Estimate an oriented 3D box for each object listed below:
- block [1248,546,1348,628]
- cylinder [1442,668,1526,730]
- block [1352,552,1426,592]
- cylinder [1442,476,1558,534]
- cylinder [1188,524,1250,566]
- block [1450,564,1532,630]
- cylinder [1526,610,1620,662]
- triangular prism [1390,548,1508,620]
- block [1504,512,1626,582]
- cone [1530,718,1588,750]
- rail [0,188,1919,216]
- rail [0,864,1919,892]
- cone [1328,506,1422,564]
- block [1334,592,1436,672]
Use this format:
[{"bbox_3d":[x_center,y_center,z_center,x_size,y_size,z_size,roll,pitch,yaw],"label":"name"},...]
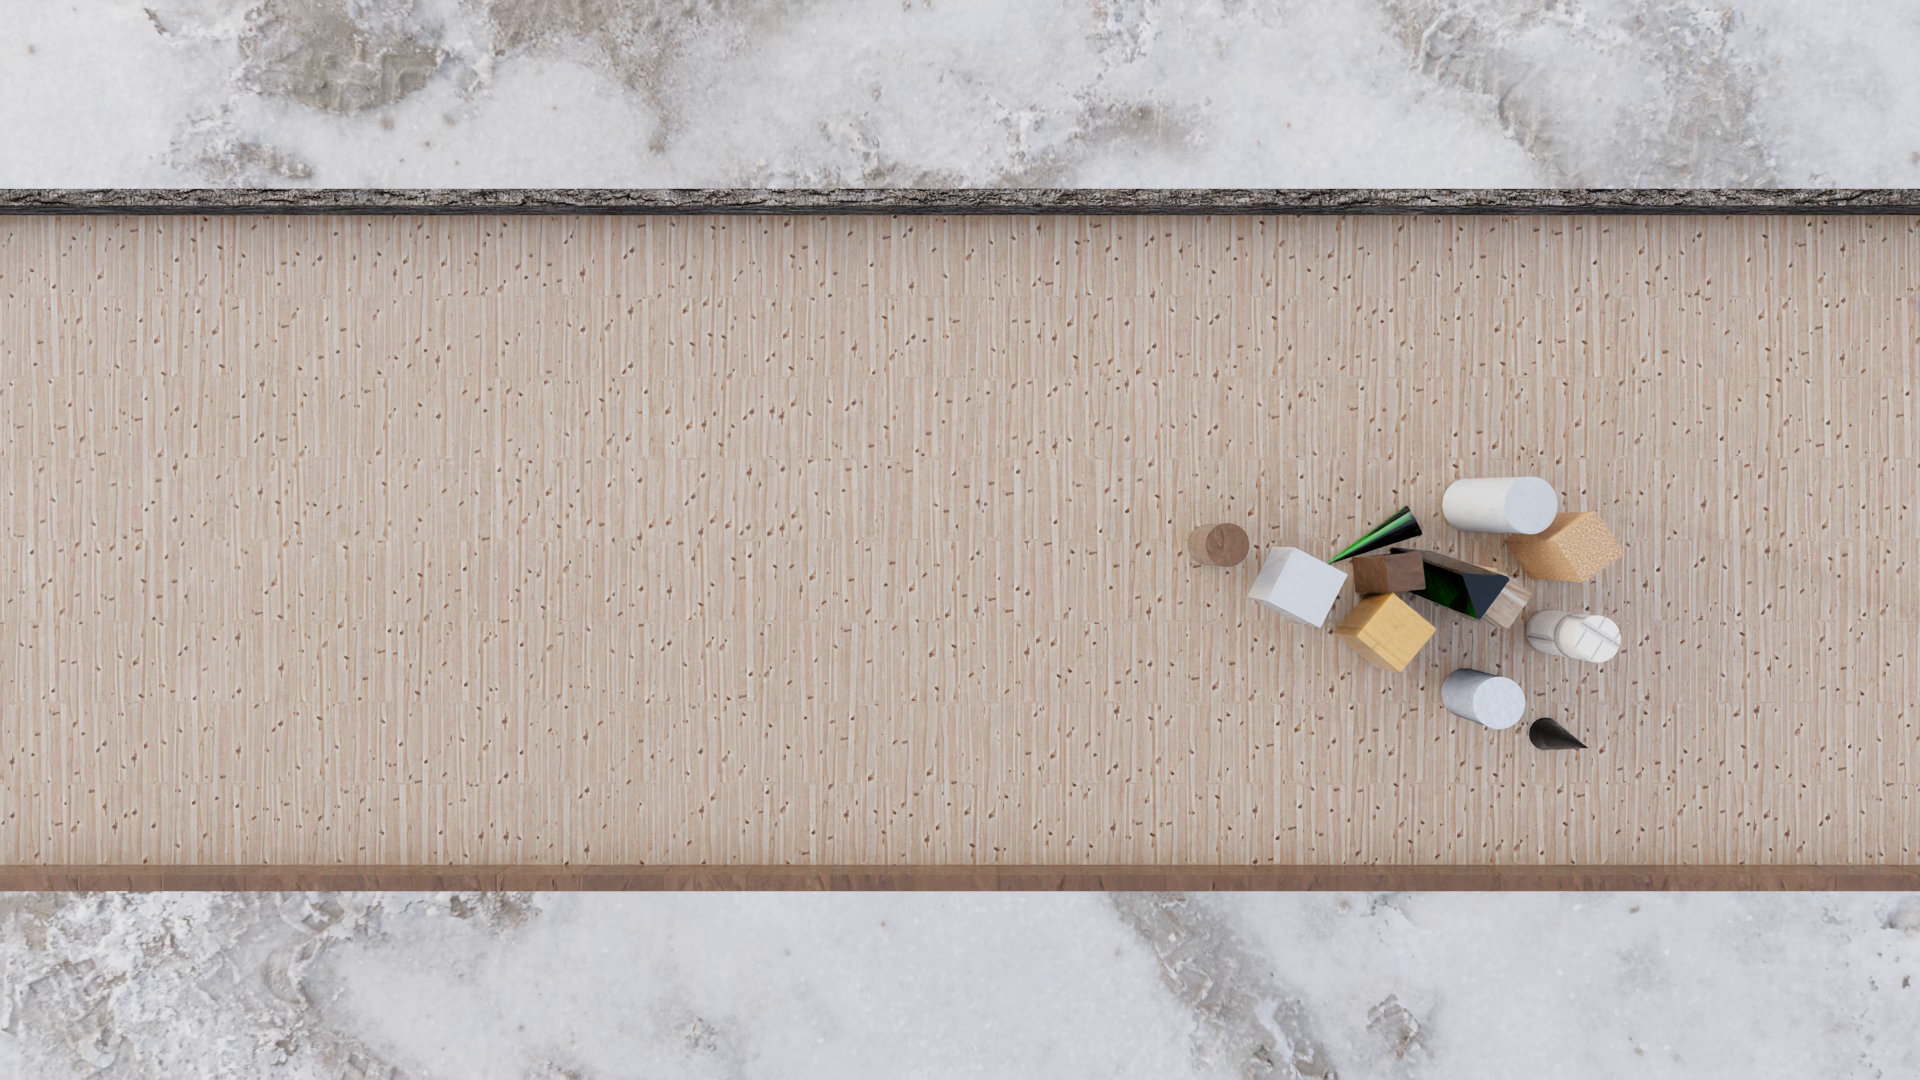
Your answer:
[{"bbox_3d":[1.000,0.137,4.911,0.173,0.331,0.173,27,90,0],"label":"block"},{"bbox_3d":[1.557,0.471,4.920,0.152,0.313,0.152,0,90,0],"label":"cylinder"},{"bbox_3d":[1.273,0.098,4.910,0.109,0.326,0.109,-6,89,-3],"label":"block"},{"bbox_3d":[1.590,-0.103,4.875,0.164,0.380,0.164,0,91,-10],"label":"cylinder"},{"bbox_3d":[0.763,0.014,4.890,0.125,0.374,0.125,0,90,0],"label":"cylinder"},{"bbox_3d":[1.547,0.162,4.903,0.126,0.338,0.126,35,90,-5],"label":"block"},{"bbox_3d":[1.806,0.281,4.876,0.133,0.401,0.133,0,90,0],"label":"cylinder"},{"bbox_3d":[1.445,0.099,4.853,0.125,0.444,0.145,-25,103,-7],"label":"triangular prism"},{"bbox_3d":[1.774,0.020,4.862,0.144,0.430,0.144,-35,90,0],"label":"block"},{"bbox_3d":[1.802,0.597,4.902,0.101,0.348,0.101,0,90,0],"label":"cone"},{"bbox_3d":[-2.247,-1.025,5.002,12.000,0.150,0.050,0,90,0],"label":"rail"},{"bbox_3d":[-2.247,1.025,5.001,12.000,0.150,0.050,0,90,0],"label":"rail"},{"bbox_3d":[1.252,0.009,5.052,0.305,0.100,0.100,-28,90,9],"label":"cone"},{"bbox_3d":[1.258,0.271,4.900,0.162,0.346,0.162,40,90,3],"label":"block"}]
